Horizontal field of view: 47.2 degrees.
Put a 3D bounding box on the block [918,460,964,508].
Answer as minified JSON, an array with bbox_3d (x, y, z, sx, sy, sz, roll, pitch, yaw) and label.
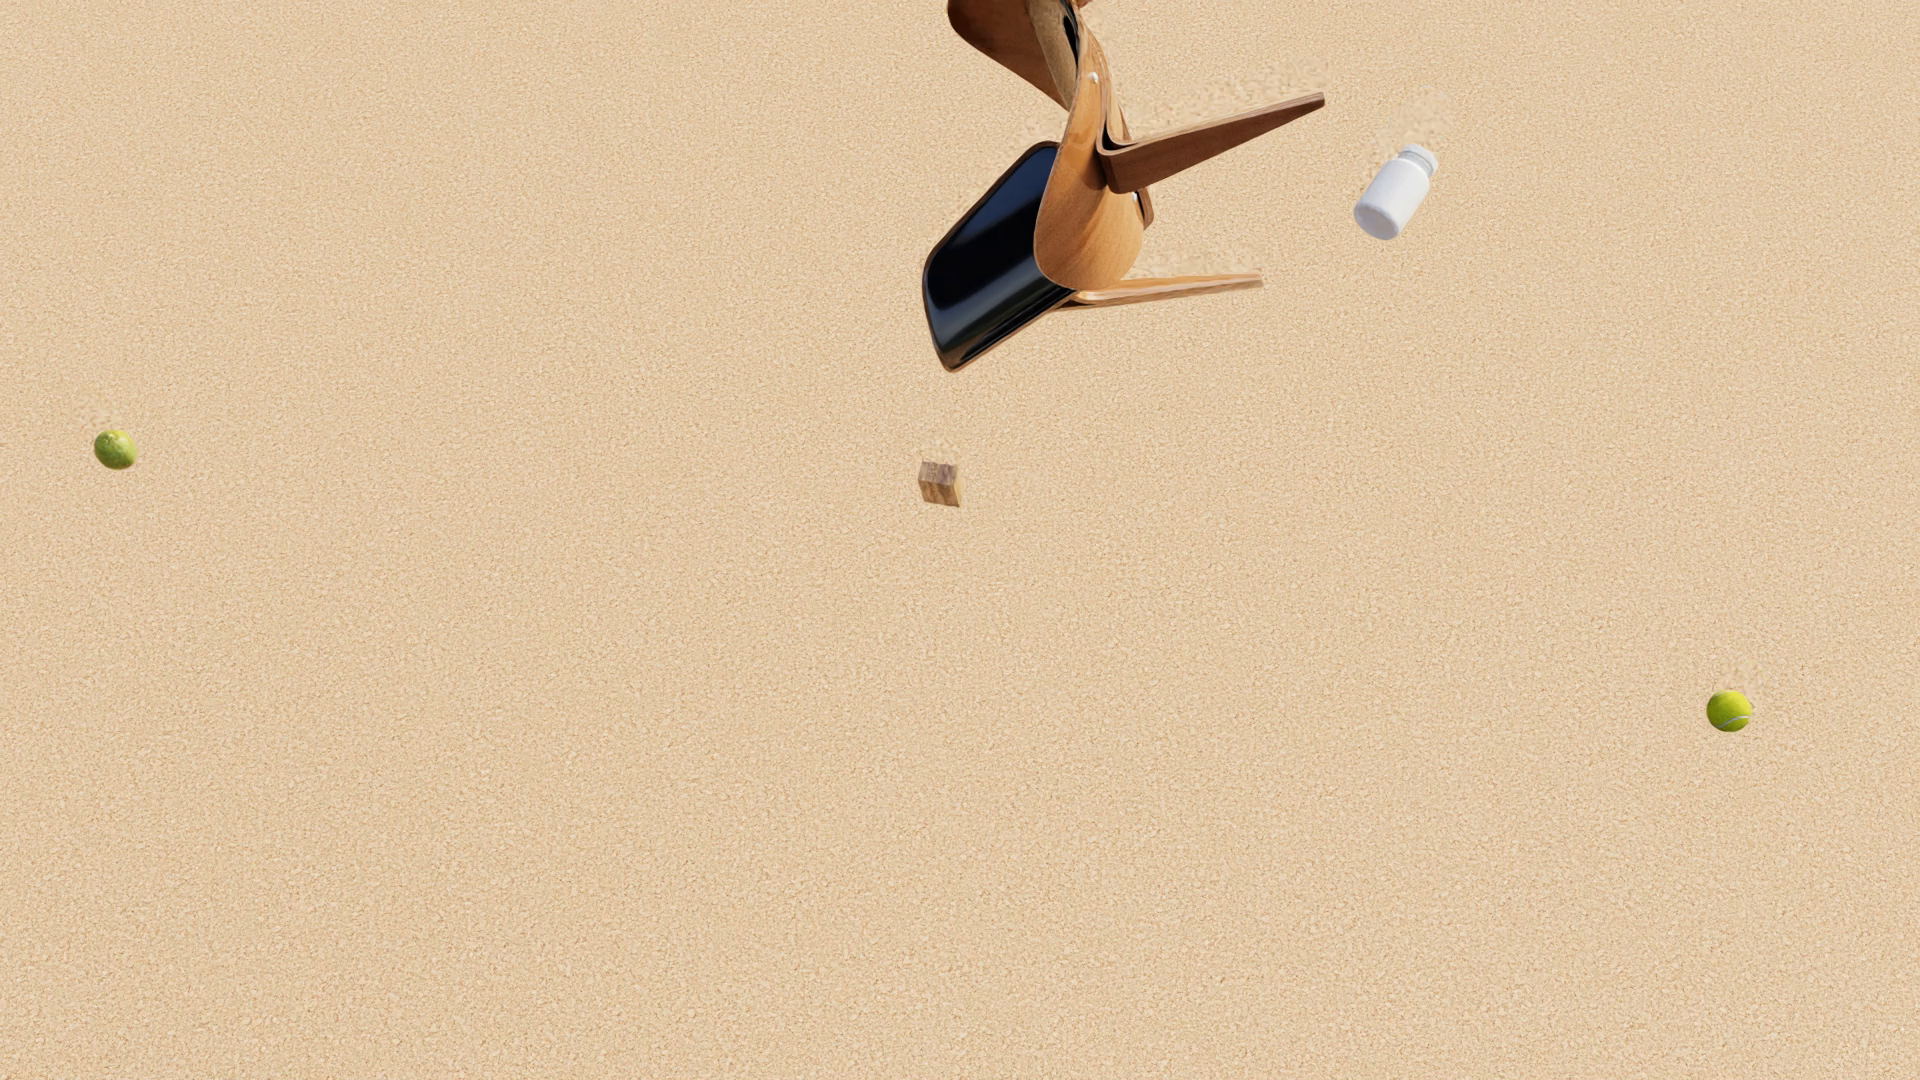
[{"bbox_3d":[-0.034,-0.099,3.933,0.066,0.102,0.038,9,70,10],"label":"block"}]
